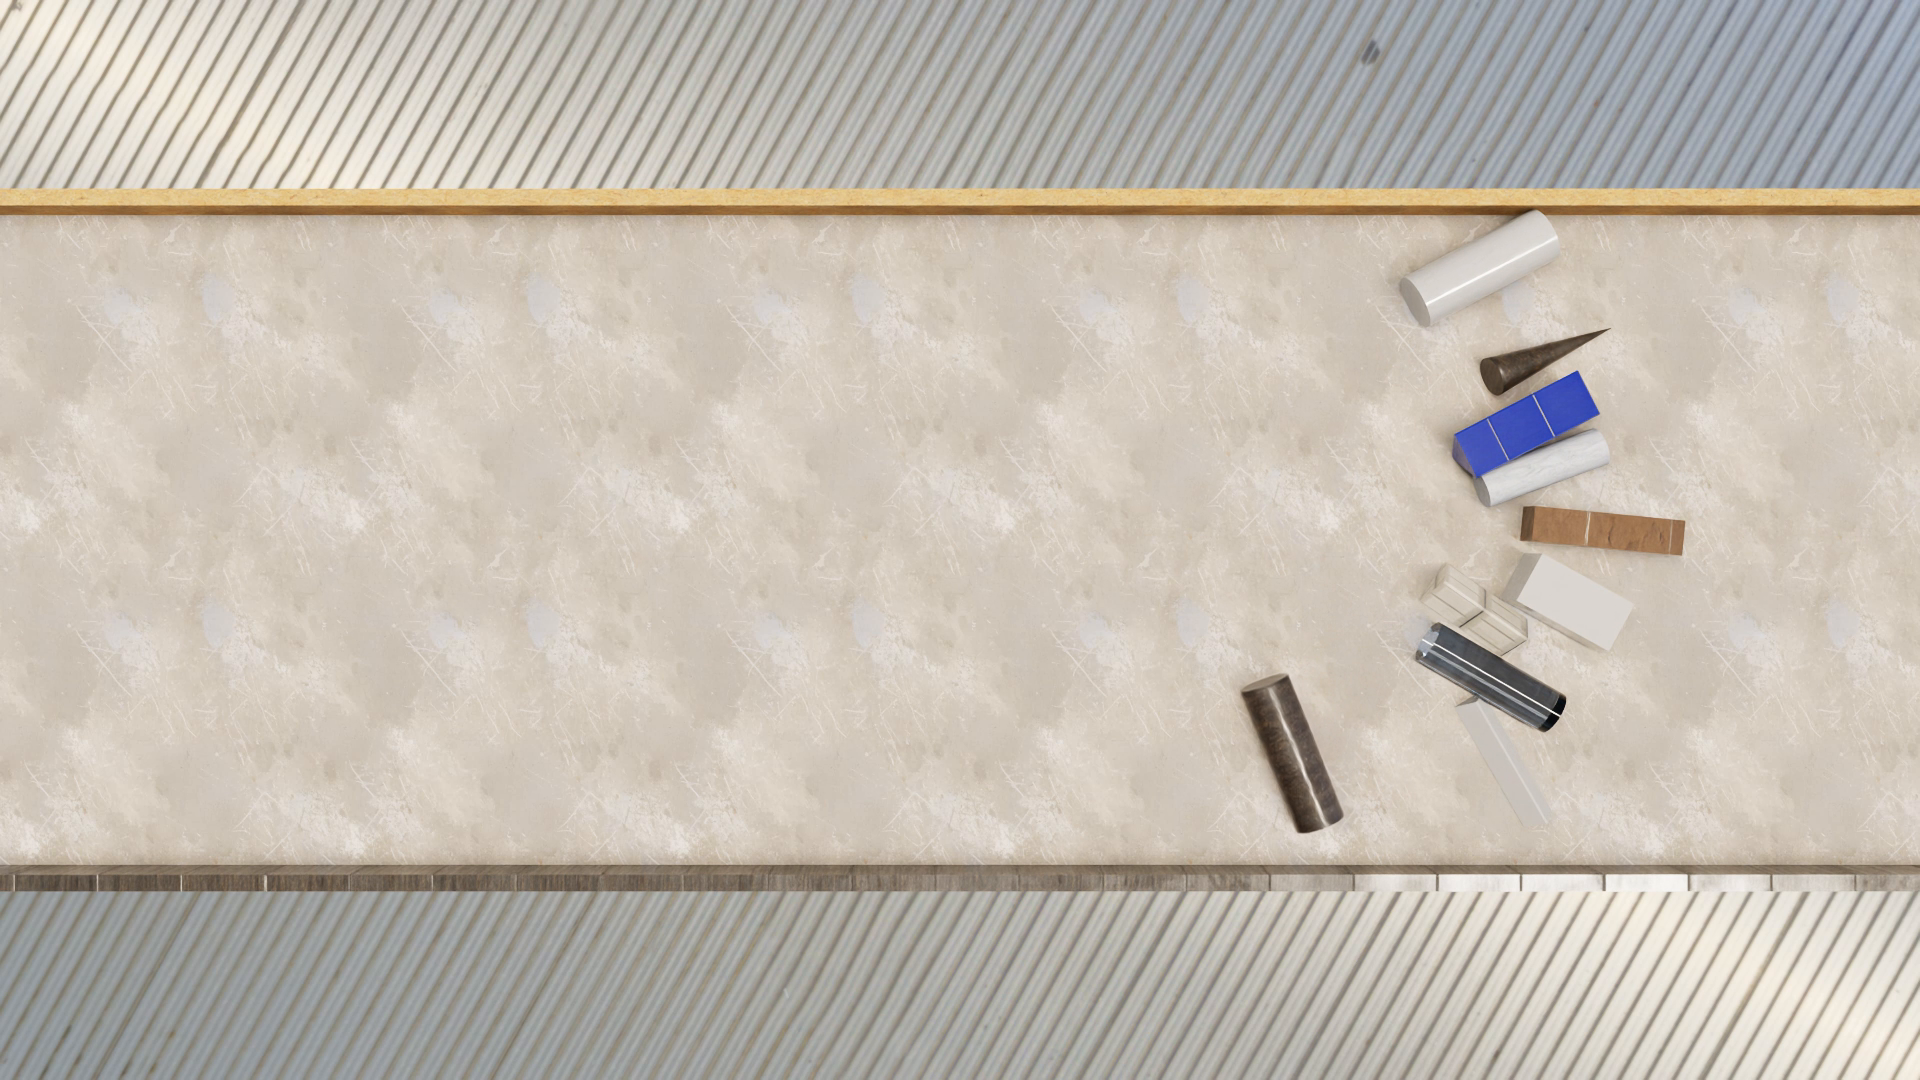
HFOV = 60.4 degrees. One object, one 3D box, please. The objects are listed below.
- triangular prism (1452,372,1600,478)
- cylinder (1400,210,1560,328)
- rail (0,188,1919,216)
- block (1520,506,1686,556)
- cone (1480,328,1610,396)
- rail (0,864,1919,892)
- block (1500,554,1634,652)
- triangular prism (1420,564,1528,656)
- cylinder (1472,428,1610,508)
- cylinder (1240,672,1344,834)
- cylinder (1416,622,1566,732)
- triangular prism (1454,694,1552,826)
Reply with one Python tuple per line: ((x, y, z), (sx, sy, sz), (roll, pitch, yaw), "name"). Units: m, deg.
((1.695, -0.364, 4.982), (0.418, 0.146, 0.126), (-28, 121, 0), "triangular prism")
((1.573, -0.822, 4.992), (0.441, 0.169, 0.169), (-28, 90, 0), "cylinder")
((-2.247, -1.025, 5.002), (12.000, 0.150, 0.050), (0, 90, 0), "rail")
((1.955, -0.028, 5.023), (0.455, 0.106, 0.106), (6, 90, 0), "block")
((1.814, -0.575, 5.046), (0.428, 0.121, 0.121), (-22, 90, -8), "cone")
((-2.247, 1.025, 5.001), (12.000, 0.150, 0.050), (0, 90, 0), "rail")
((1.835, 0.186, 4.996), (0.314, 0.160, 0.160), (29, 90, 0), "block")
((1.578, 0.213, 5.013), (0.304, 0.121, 0.140), (35, 90, 0), "triangular prism")
((1.767, -0.219, 5.017), (0.383, 0.118, 0.118), (-20, 90, 0), "cylinder")
((1.007, 0.645, 5.000), (0.154, 0.154, 0.460), (-22, 90, 0), "cylinder")
((1.611, 0.417, 5.009), (0.438, 0.134, 0.134), (30, 90, 0), "cylinder")
((1.670, 0.673, 5.032), (0.097, 0.084, 0.426), (-30, 90, 0), "triangular prism")
